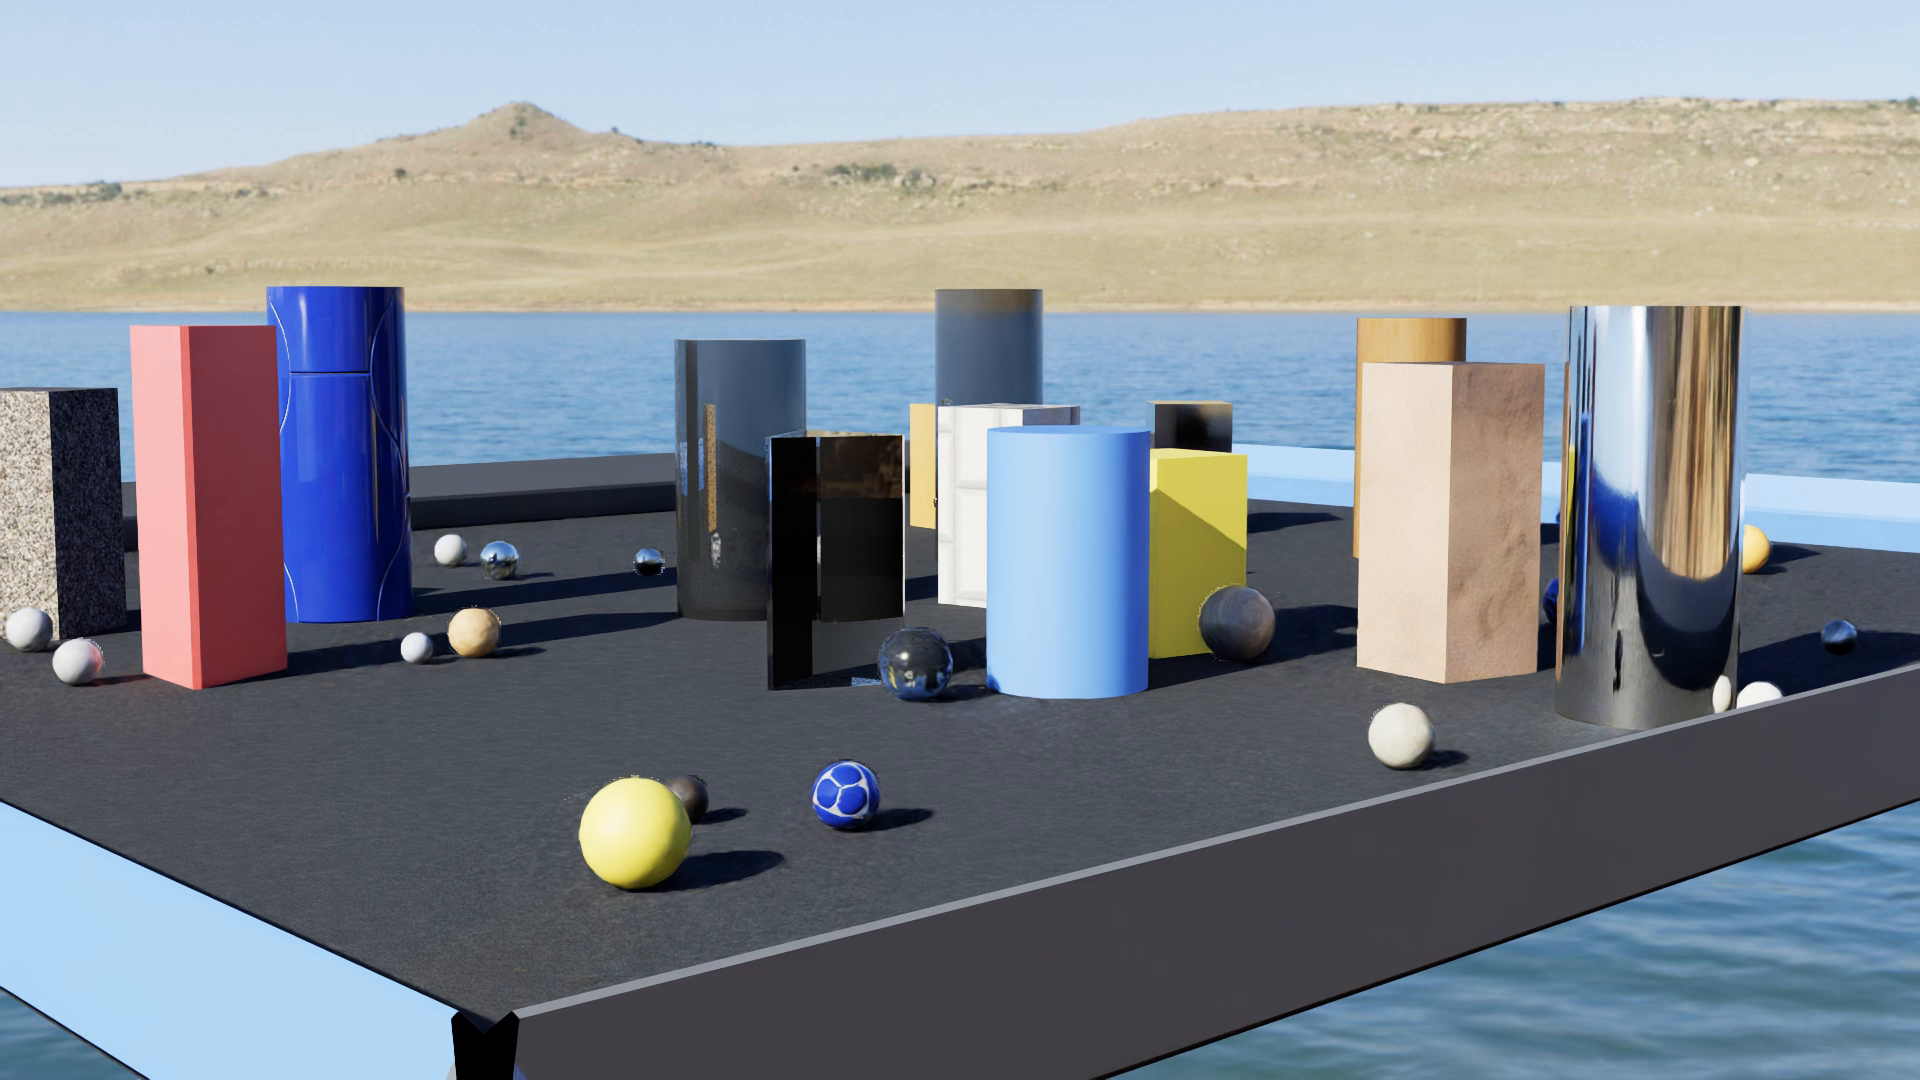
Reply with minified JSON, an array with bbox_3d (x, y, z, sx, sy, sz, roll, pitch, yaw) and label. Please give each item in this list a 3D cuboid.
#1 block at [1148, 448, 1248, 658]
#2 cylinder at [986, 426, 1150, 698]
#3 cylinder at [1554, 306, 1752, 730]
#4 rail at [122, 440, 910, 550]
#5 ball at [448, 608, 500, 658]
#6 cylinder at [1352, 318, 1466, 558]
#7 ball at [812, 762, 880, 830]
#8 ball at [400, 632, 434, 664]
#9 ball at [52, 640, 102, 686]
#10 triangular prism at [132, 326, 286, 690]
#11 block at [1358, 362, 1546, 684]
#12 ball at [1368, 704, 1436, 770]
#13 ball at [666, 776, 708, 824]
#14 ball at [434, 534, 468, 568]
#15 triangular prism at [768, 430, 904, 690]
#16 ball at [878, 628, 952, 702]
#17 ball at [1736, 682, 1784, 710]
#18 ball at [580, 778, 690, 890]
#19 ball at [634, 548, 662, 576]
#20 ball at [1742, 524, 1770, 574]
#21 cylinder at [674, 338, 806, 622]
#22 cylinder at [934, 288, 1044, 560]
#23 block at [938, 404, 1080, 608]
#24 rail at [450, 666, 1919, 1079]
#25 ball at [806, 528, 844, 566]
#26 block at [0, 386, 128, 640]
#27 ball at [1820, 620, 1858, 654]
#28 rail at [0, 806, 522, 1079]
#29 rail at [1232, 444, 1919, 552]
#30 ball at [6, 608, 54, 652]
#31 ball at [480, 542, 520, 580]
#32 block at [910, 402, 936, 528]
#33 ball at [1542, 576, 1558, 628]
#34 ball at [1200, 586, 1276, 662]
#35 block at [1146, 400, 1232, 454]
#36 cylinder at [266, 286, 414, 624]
[{"bbox_3d":[0.268,0.013,2.898,0.154,0.255,0.154,-4,7,-35],"label":"block"},{"bbox_3d":[0.127,0.021,2.596,0.192,0.303,0.192,0,6,0],"label":"cylinder"},{"bbox_3d":[0.754,-0.030,2.399,0.192,0.447,0.192,0,6,0],"label":"cylinder"},{"bbox_3d":[-1.057,-0.087,4.472,3.512,0.125,0.045,-6,8,-42],"label":"rail"},{"bbox_3d":[-0.621,0.119,2.808,0.065,0.065,0.065,0,6,0],"label":"ball"},{"bbox_3d":[0.806,-0.183,3.944,0.192,0.428,0.192,0,6,0],"label":"cylinder"},{"bbox_3d":[-0.098,0.219,1.883,0.059,0.059,0.059,0,6,0],"label":"ball"},{"bbox_3d":[-0.682,0.136,2.760,0.040,0.040,0.040,0,6,0],"label":"ball"},{"bbox_3d":[-1.047,0.145,2.609,0.054,0.054,0.054,0,6,0],"label":"ball"},{"bbox_3d":[-0.893,-0.047,2.667,0.144,0.424,0.166,-5,8,-40],"label":"triangular prism"},{"bbox_3d":[0.602,-0.028,2.705,0.154,0.378,0.154,-4,7,-32],"label":"block"},{"bbox_3d":[0.429,0.190,2.133,0.064,0.064,0.064,0,6,0],"label":"ball"},{"bbox_3d":[-0.239,0.225,1.907,0.041,0.041,0.041,0,6,0],"label":"ball"},{"bbox_3d":[-0.879,0.018,3.801,0.057,0.057,0.057,0,6,0],"label":"ball"},{"bbox_3d":[-0.168,0.019,2.652,0.166,0.296,0.144,-2,6,-19],"label":"triangular prism"},{"bbox_3d":[-0.050,0.142,2.499,0.084,0.084,0.084,0,6,0],"label":"ball"},{"bbox_3d":[0.854,0.175,2.346,0.049,0.049,0.049,0,6,0],"label":"ball"},{"bbox_3d":[-0.250,0.226,1.694,0.085,0.085,0.085,0,6,0],"label":"ball"},{"bbox_3d":[-0.520,0.037,3.674,0.047,0.047,0.047,0,6,0],"label":"ball"},{"bbox_3d":[1.316,0.015,3.695,0.085,0.085,0.085,0,6,0],"label":"ball"},{"bbox_3d":[-0.319,-0.093,3.214,0.192,0.400,0.192,0,6,0],"label":"cylinder"},{"bbox_3d":[0.052,-0.204,3.901,0.192,0.478,0.192,0,6,0],"label":"cylinder"},{"bbox_3d":[0.075,-0.054,3.339,0.154,0.297,0.154,4,7,36],"label":"block"},{"bbox_3d":[1.057,0.152,2.192,3.512,0.125,0.045,-6,8,-42],"label":"rail"},{"bbox_3d":[-0.235,0.012,3.816,0.067,0.067,0.067,0,6,0],"label":"ball"},{"bbox_3d":[-1.272,-0.041,3.039,0.154,0.334,0.154,1,6,13],"label":"block"},{"bbox_3d":[1.135,0.126,2.840,0.044,0.044,0.044,0,6,0],"label":"ball"},{"bbox_3d":[-1.273,0.155,2.164,0.045,0.125,3.166,-6,8,-42],"label":"rail"},{"bbox_3d":[1.273,-0.090,4.500,0.045,0.125,3.166,-6,8,-42],"label":"rail"},{"bbox_3d":[-1.210,0.117,2.860,0.058,0.058,0.058,0,6,0],"label":"ball"},{"bbox_3d":[-0.758,0.034,3.620,0.064,0.064,0.064,0,6,0],"label":"ball"},{"bbox_3d":[0.005,-0.153,4.504,0.154,0.251,0.154,-4,7,-36],"label":"block"},{"bbox_3d":[0.844,0.085,3.008,0.090,0.090,0.090,0,6,0],"label":"ball"},{"bbox_3d":[0.351,0.106,2.784,0.096,0.096,0.096,0,6,0],"label":"ball"},{"bbox_3d":[0.457,-0.148,4.417,0.154,0.258,0.154,0,6,-2],"label":"block"},{"bbox_3d":[-0.897,-0.128,3.186,0.192,0.476,0.192,0,6,0],"label":"cylinder"}]
